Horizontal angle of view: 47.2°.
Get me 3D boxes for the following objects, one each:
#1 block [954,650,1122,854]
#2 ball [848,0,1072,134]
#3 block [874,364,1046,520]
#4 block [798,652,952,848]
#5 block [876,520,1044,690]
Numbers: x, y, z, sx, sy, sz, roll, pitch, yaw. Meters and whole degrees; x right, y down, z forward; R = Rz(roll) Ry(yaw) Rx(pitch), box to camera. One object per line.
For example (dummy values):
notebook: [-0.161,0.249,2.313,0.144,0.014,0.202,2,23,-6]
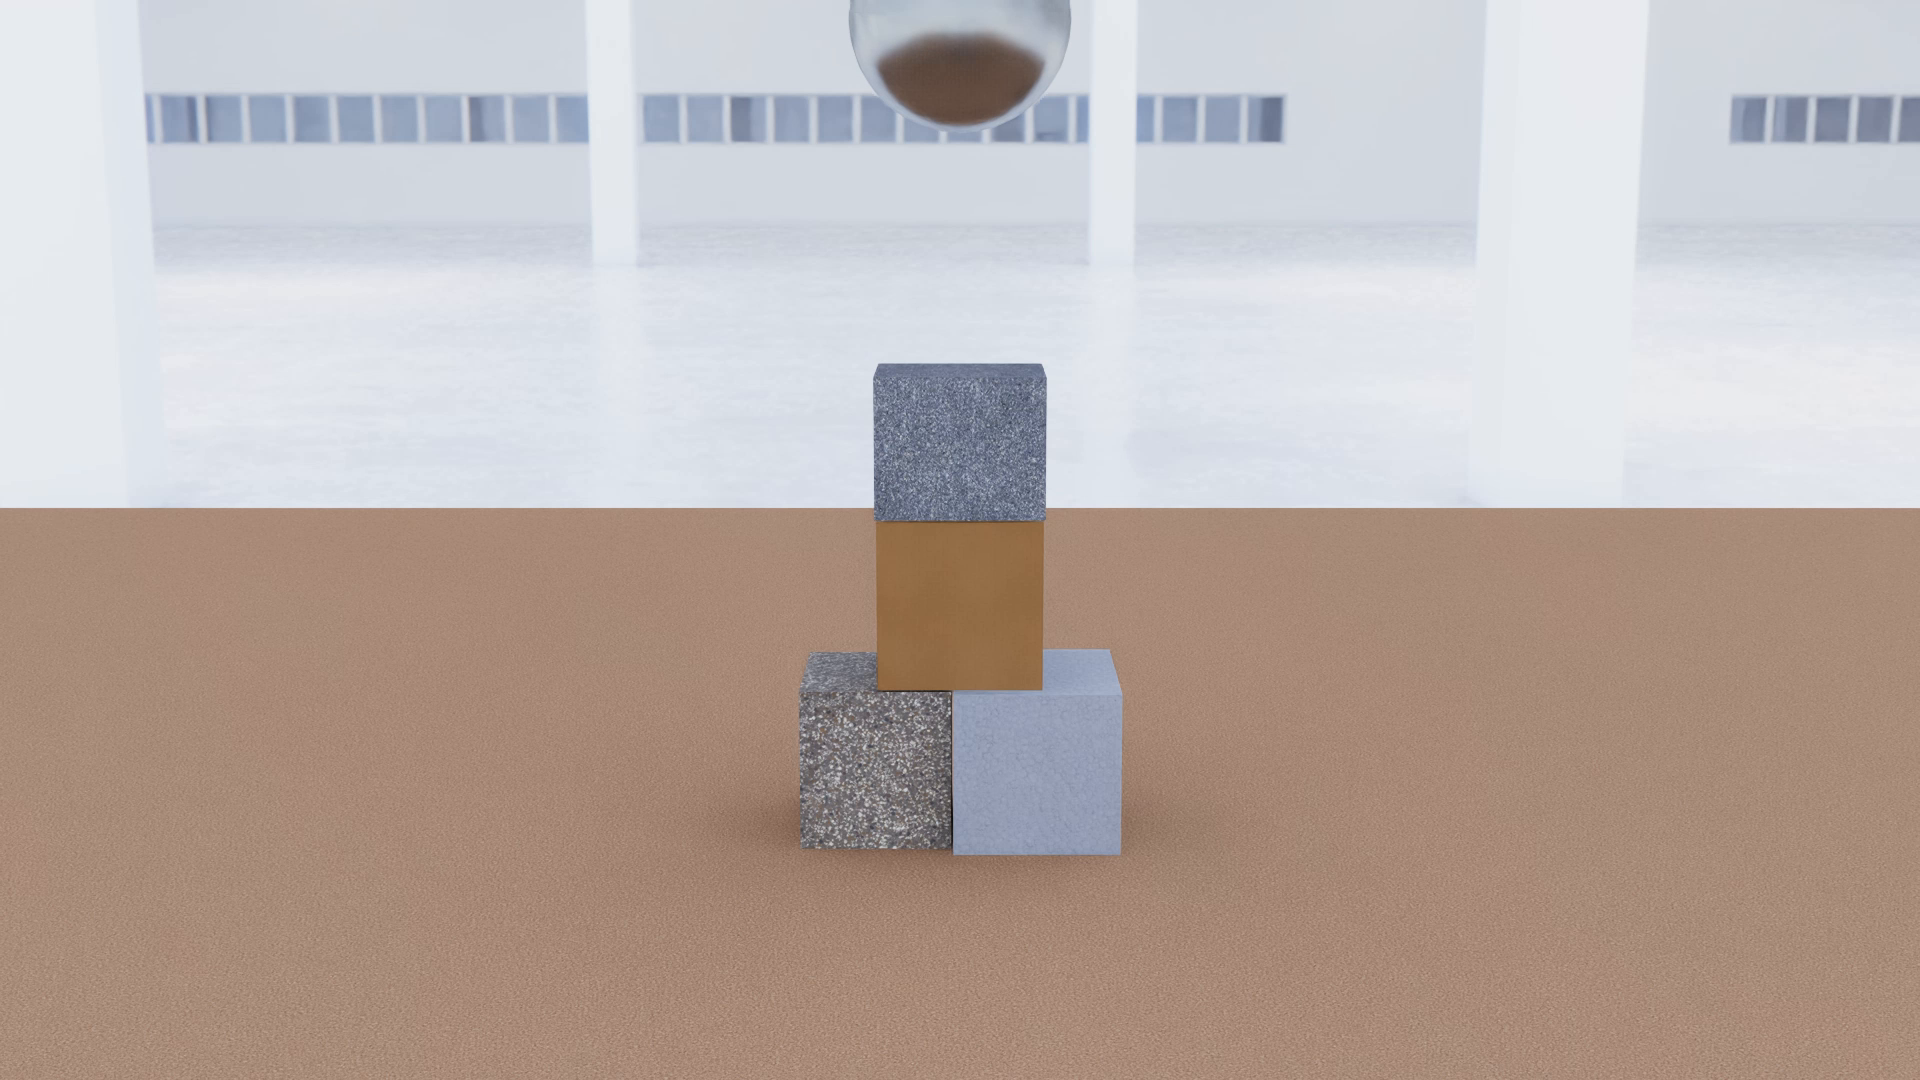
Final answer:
block: [0.383,1.076,11.356,0.833,0.820,0.986,0,10,0]
ball: [0.000,-3.726,15.742,1.600,1.600,1.600,0,10,0]
block: [0.000,-0.504,11.079,0.844,0.706,0.701,0,10,0]
block: [-0.422,1.074,11.390,0.755,0.811,0.866,0,10,0]
block: [0.000,0.252,11.244,0.819,0.841,0.879,0,10,0]
